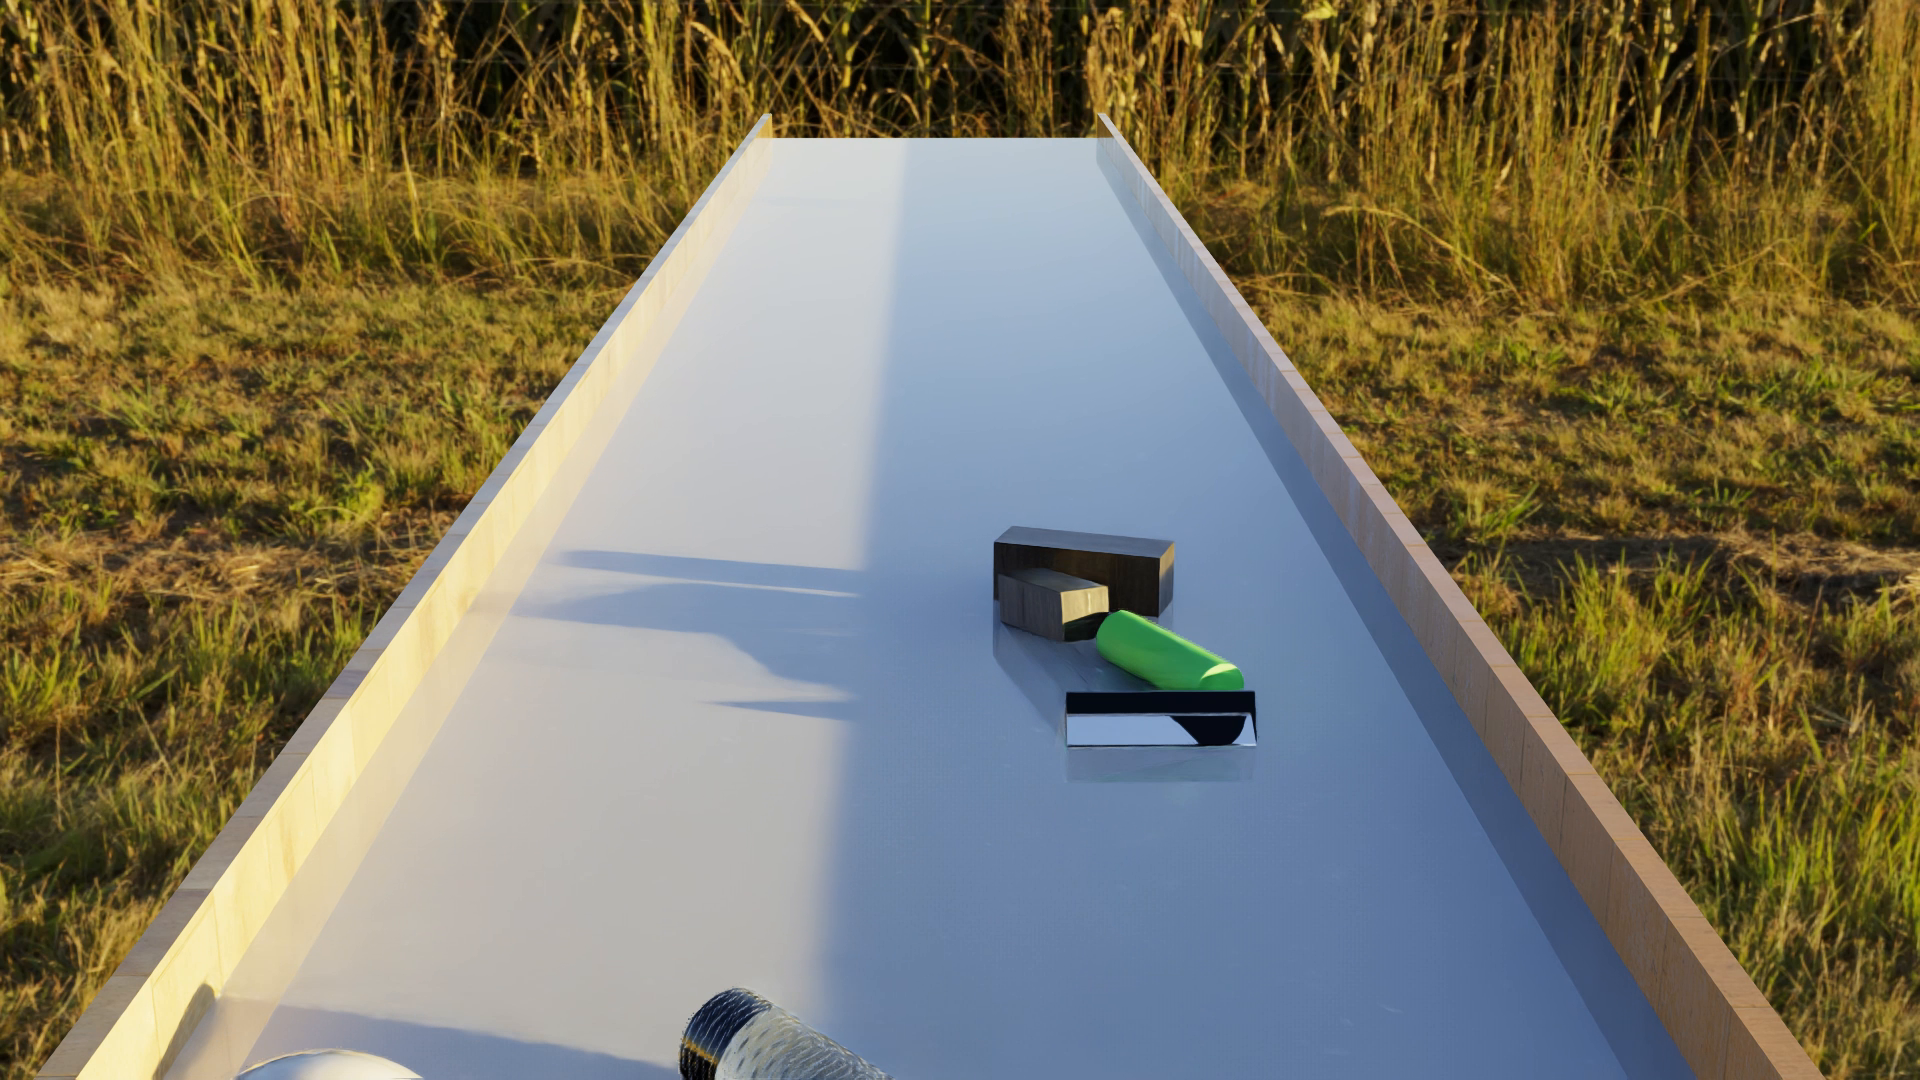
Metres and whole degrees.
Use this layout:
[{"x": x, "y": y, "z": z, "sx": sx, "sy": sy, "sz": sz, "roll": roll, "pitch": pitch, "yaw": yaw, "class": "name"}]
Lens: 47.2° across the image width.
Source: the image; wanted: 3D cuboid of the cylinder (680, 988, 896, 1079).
[{"x": -0.159, "y": 0.689, "z": 2.659, "sx": 0.145, "sy": 0.145, "sz": 0.429, "roll": -14, "pitch": 21, "yaw": -39, "class": "cylinder"}]

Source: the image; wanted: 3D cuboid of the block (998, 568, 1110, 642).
[{"x": 0.190, "y": 0.131, "z": 4.521, "sx": 0.103, "sy": 0.103, "sz": 0.313, "roll": -7, "pitch": 9, "yaw": -22, "class": "block"}]

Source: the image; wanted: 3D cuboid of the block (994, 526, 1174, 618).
[{"x": 0.268, "y": 0.066, "z": 4.772, "sx": 0.369, "sy": 0.132, "sz": 0.132, "roll": 6, "pitch": 17, "yaw": 18, "class": "block"}]

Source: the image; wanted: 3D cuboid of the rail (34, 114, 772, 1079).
[{"x": -1.118, "y": -0.838, "z": 7.780, "sx": 0.050, "sy": 0.150, "sz": 12.000, "roll": 0, "pitch": 17, "yaw": -1, "class": "rail"}]

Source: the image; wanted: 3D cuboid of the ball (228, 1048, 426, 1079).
[{"x": -0.658, "y": 0.701, "z": 2.257, "sx": 0.349, "sy": 0.349, "sz": 0.349, "roll": 0, "pitch": 17, "yaw": 0, "class": "ball"}]

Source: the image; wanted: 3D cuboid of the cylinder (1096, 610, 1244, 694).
[{"x": 0.401, "y": 0.237, "z": 4.244, "sx": 0.107, "sy": 0.107, "sz": 0.354, "roll": -9, "pitch": 19, "yaw": -27, "class": "cylinder"}]

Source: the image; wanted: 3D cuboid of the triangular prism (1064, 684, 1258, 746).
[{"x": 0.363, "y": 0.317, "z": 4.002, "sx": 0.343, "sy": 0.086, "sz": 0.100, "roll": -6, "pitch": 29, "yaw": -1, "class": "triangular prism"}]

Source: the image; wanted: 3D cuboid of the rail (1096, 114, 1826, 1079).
[{"x": 0.932, "y": -0.844, "z": 7.801, "sx": 0.050, "sy": 0.150, "sz": 12.000, "roll": 0, "pitch": 17, "yaw": -1, "class": "rail"}]
